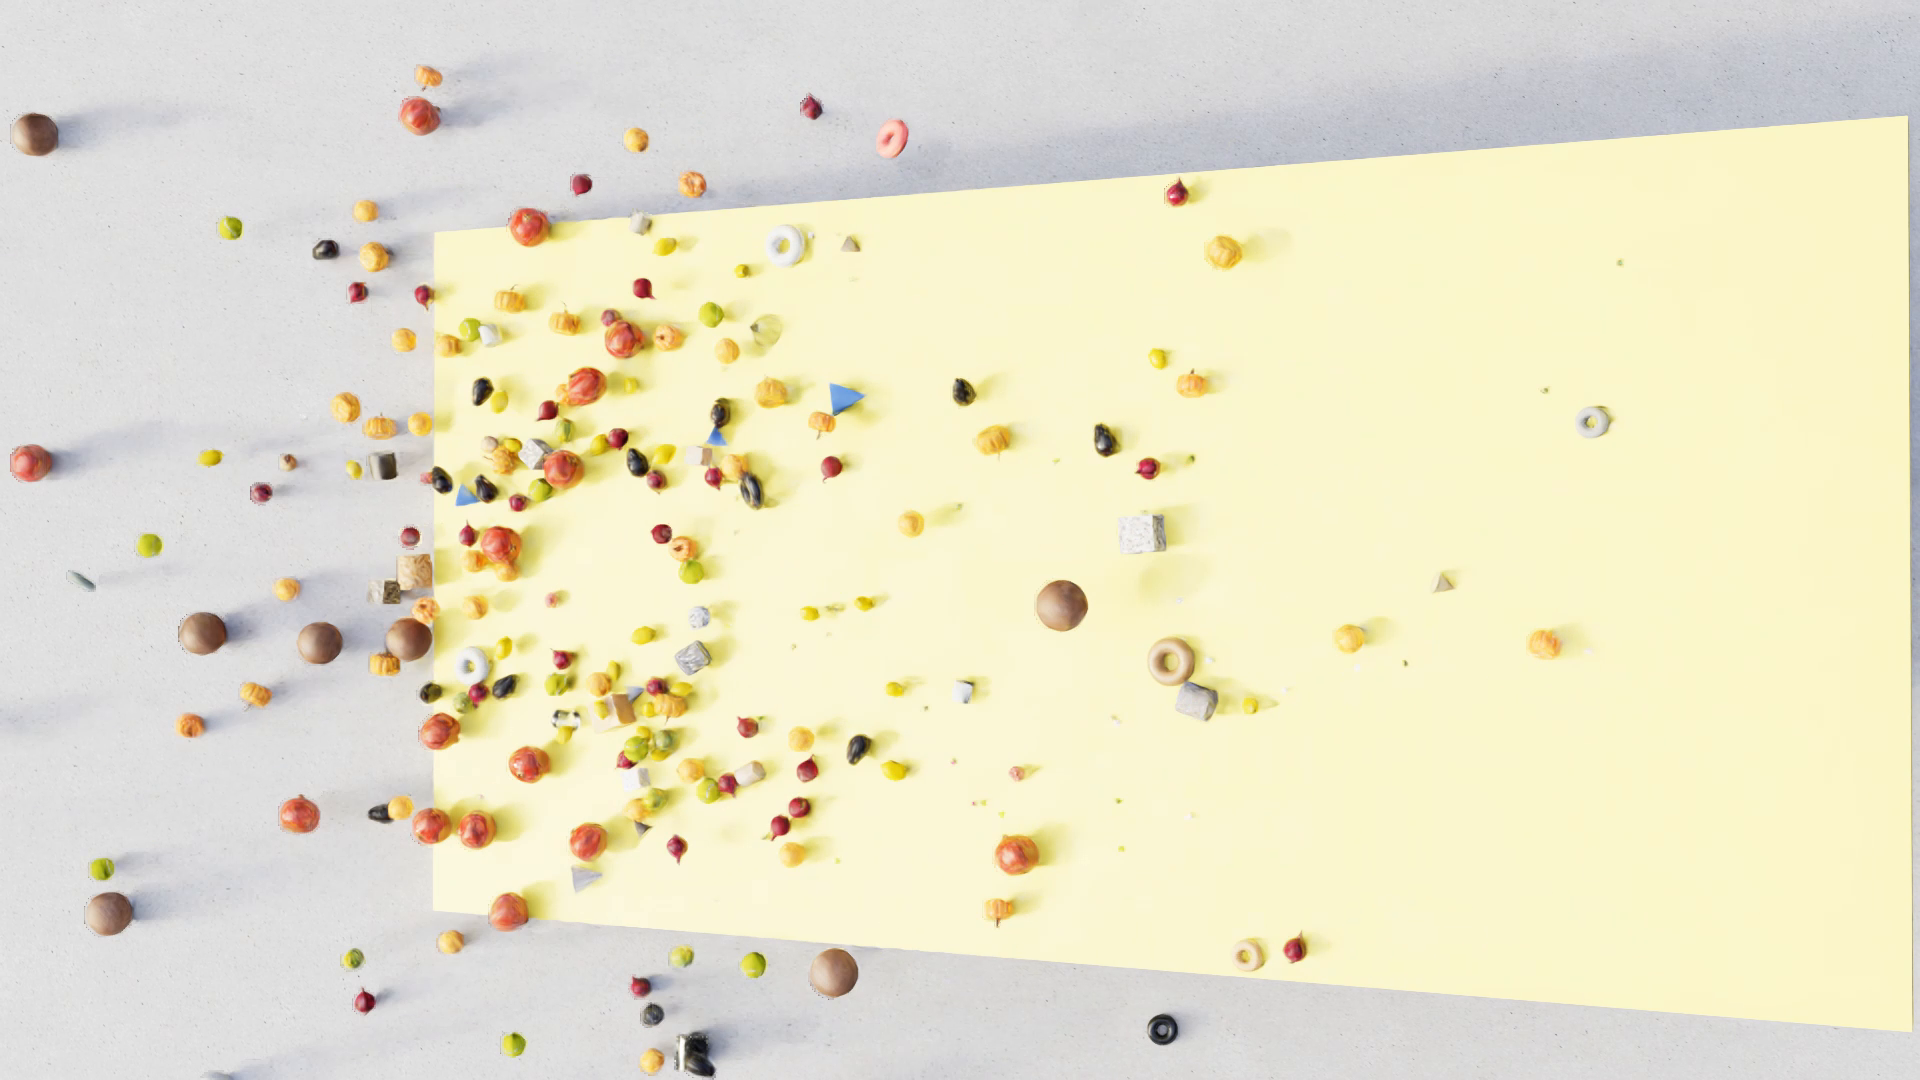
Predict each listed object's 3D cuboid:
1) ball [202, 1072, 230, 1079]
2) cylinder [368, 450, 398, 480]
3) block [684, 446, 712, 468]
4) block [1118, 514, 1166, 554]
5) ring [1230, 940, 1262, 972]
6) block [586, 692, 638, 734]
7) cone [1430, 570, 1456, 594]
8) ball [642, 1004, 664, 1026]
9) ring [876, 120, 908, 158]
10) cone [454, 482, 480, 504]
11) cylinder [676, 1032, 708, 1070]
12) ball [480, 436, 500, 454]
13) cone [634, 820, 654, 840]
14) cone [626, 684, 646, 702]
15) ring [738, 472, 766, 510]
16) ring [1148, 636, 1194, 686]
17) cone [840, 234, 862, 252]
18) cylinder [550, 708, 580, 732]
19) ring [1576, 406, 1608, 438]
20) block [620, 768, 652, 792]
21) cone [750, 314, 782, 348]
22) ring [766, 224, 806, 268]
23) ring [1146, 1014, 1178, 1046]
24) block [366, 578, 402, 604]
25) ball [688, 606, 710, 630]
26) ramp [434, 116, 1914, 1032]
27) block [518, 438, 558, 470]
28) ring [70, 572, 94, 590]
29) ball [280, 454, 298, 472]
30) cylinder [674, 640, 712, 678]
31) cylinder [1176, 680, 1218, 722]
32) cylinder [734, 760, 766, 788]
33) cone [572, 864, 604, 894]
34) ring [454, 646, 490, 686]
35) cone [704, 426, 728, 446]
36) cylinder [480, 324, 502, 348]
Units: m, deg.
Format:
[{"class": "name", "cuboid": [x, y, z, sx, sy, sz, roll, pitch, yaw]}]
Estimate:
[{"class": "ball", "cuboid": [-2.205, 1.625, 6.515, 0.096, 0.096, 0.096, 0, 89, 0]}, {"class": "cylinder", "cuboid": [-1.707, -0.220, 6.508, 0.075, 0.075, 0.075, -6, 103, 0]}, {"class": "block", "cuboid": [-0.723, -0.232, 6.079, 0.052, 0.052, 0.052, 10, 94, 25]}, {"class": "block", "cuboid": [0.456, -0.014, 5.506, 0.090, 0.090, 0.090, -5, 87, 25]}, {"class": "ring", "cuboid": [0.706, 1.023, 5.413, 0.082, 0.027, 0.082, 0, 90, 24]}, {"class": "block", "cuboid": [-0.976, 0.486, 6.169, 0.087, 0.087, 0.087, -23, 80, 23]}, {"class": "cone", "cuboid": [1.153, 0.108, 5.215, 0.057, 0.057, 0.057, 18, 89, -3]}, {"class": "ball", "cuboid": [-0.911, 1.410, 6.521, 0.066, 0.066, 0.066, 0, 89, 0]}, {"class": "ring", "cuboid": [-0.182, -1.077, 5.910, 0.037, 0.110, 0.110, 21, 89, -42]}, {"class": "cone", "cuboid": [-1.427, -0.120, 6.417, 0.071, 0.071, 0.071, 27, 89, 19]}, {"class": "cylinder", "cuboid": [-0.794, 1.516, 6.516, 0.093, 0.093, 0.093, -1, 88, 0]}, {"class": "ball", "cuboid": [-1.365, -0.276, 6.377, 0.055, 0.055, 0.055, 0, 89, 0]}, {"class": "cone", "cuboid": [-0.888, 0.794, 6.094, 0.054, 0.054, 0.054, 45, 90, 10]}, {"class": "cone", "cuboid": [-0.905, 0.423, 6.171, 0.054, 0.054, 0.054, -19, 89, -3]}, {"class": "ring", "cuboid": [-0.566, -0.133, 5.984, 0.038, 0.115, 0.115, -22, 89, -23]}, {"class": "ring", "cuboid": [0.527, 0.304, 5.496, 0.127, 0.042, 0.127, 0, 91, 26]}, {"class": "cone", "cuboid": [-0.287, -0.785, 5.898, 0.053, 0.053, 0.053, 27, 89, -4]}, {"class": "cylinder", "cuboid": [-1.121, 0.512, 6.251, 0.059, 0.059, 0.059, 9, 89, 25]}, {"class": "ring", "cuboid": [1.459, -0.272, 5.077, 0.077, 0.026, 0.077, -1, 88, 26]}, {"class": "block", "cuboid": [-0.907, 0.671, 6.153, 0.055, 0.055, 0.055, -17, 82, 24]}, {"class": "cone", "cuboid": [-0.549, -0.575, 5.979, 0.094, 0.094, 0.094, 0, 89, 25]}, {"class": "ring", "cuboid": [-0.475, -0.800, 5.977, 0.121, 0.040, 0.121, -1, 88, 26]}, {"class": "ring", "cuboid": [0.603, 1.459, 6.550, 0.094, 0.031, 0.094, 0, 88, 0]}, {"class": "block", "cuboid": [-1.710, 0.154, 6.532, 0.069, 0.069, 0.069, 5, 89, 34]}, {"class": "ball", "cuboid": [-0.717, 0.213, 6.044, 0.065, 0.065, 0.065, 0, 89, 0]}, {"class": "ramp", "cuboid": [0.282, 0.082, 5.691, 4.000, 0.100, 2.000, 0, 89, 25]}, {"class": "block", "cuboid": [-1.211, -0.245, 6.299, 0.065, 0.065, 0.065, 41, 106, 20]}, {"class": "ring", "cuboid": [-2.609, 0.123, 6.534, 0.079, 0.079, 0.026, 30, 71, 0]}, {"class": "ball", "cuboid": [-2.003, -0.230, 6.559, 0.051, 0.051, 0.051, 0, 89, 0]}, {"class": "cylinder", "cuboid": [-0.735, 0.326, 6.055, 0.075, 0.075, 0.075, -34, 89, 2]}, {"class": "cylinder", "cuboid": [0.587, 0.400, 5.445, 0.081, 0.081, 0.081, 19, 89, 24]}, {"class": "cylinder", "cuboid": [-0.572, 0.638, 5.994, 0.059, 0.059, 0.059, -31, 89, 22]}, {"class": "cone", "cuboid": [-1.046, 0.952, 6.223, 0.089, 0.089, 0.089, -9, 89, -2]}, {"class": "ring", "cuboid": [-1.421, 0.367, 6.405, 0.116, 0.039, 0.116, -1, 88, 26]}, {"class": "cone", "cuboid": [-0.663, -0.275, 6.065, 0.060, 0.060, 0.060, 34, 89, -13]}, {"class": "cylinder", "cuboid": [-1.358, -0.591, 6.362, 0.053, 0.053, 0.053, -19, 80, 0]}]
